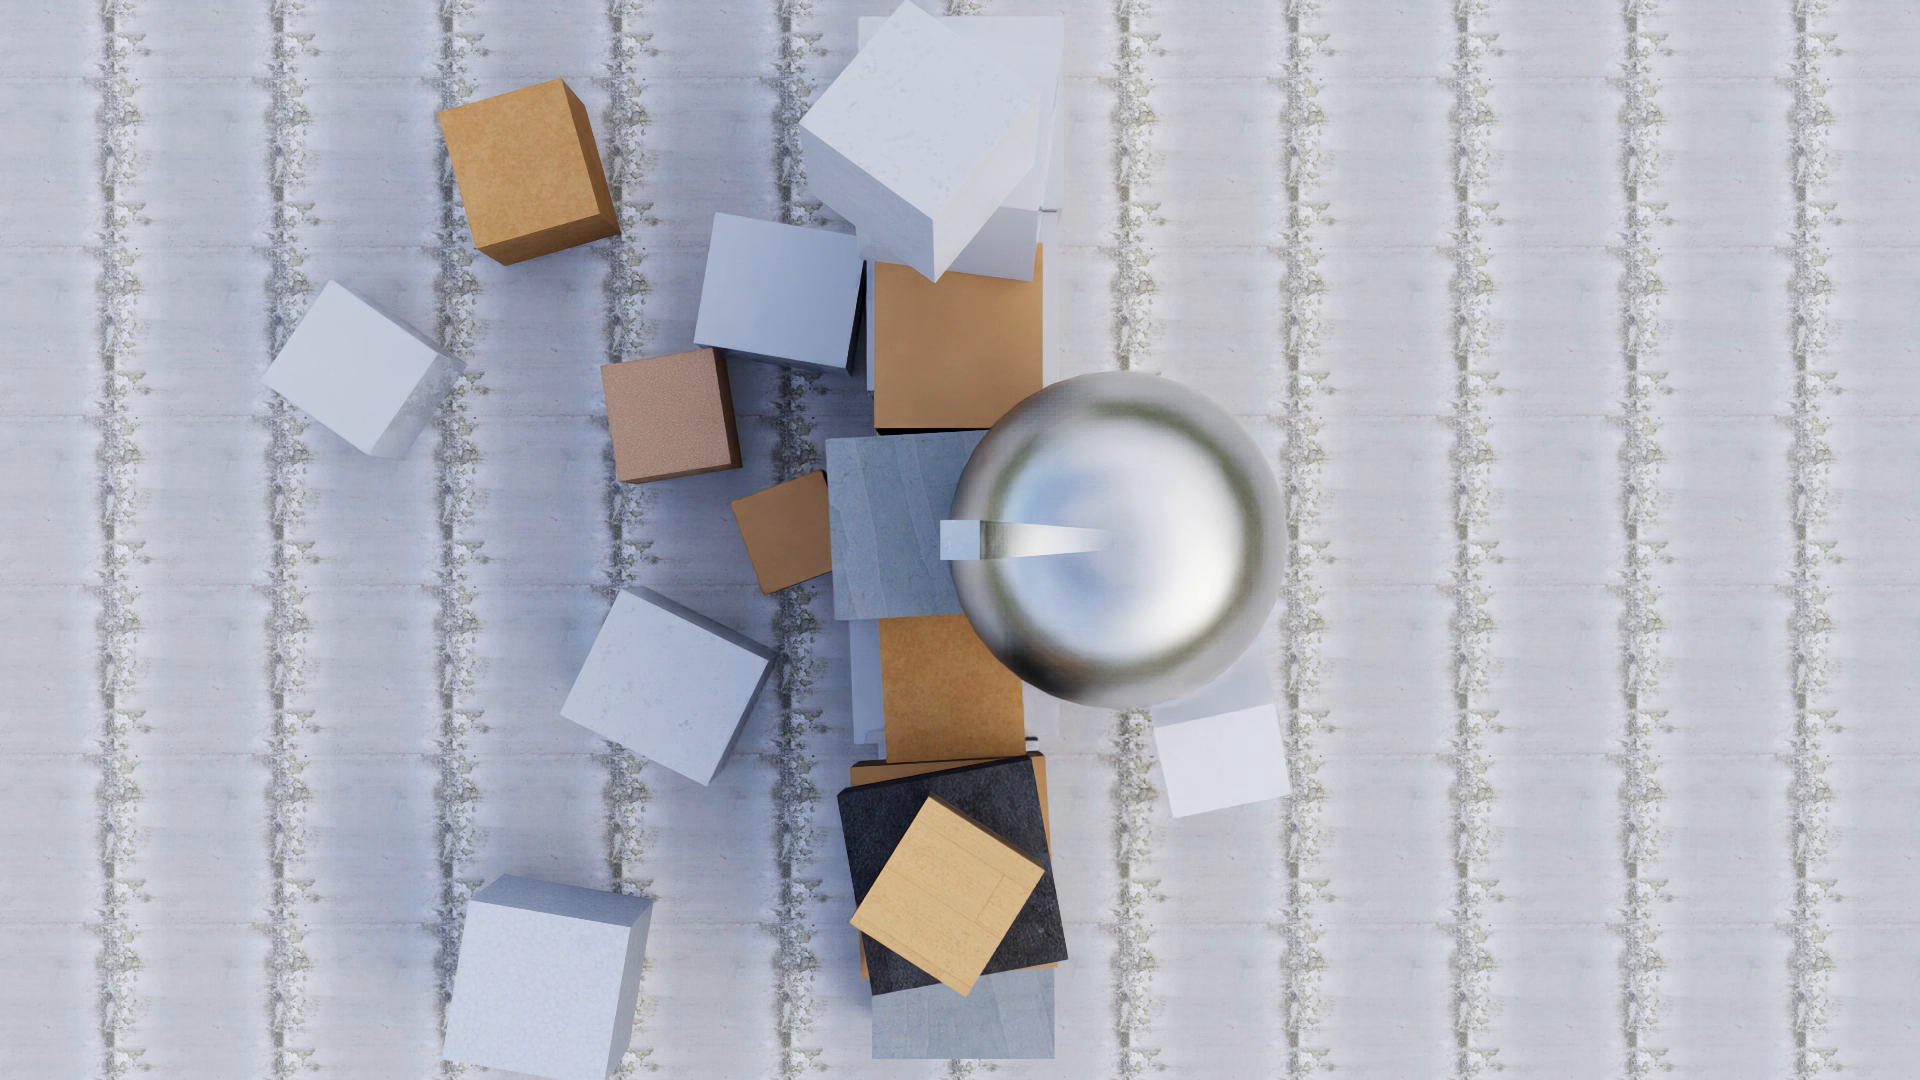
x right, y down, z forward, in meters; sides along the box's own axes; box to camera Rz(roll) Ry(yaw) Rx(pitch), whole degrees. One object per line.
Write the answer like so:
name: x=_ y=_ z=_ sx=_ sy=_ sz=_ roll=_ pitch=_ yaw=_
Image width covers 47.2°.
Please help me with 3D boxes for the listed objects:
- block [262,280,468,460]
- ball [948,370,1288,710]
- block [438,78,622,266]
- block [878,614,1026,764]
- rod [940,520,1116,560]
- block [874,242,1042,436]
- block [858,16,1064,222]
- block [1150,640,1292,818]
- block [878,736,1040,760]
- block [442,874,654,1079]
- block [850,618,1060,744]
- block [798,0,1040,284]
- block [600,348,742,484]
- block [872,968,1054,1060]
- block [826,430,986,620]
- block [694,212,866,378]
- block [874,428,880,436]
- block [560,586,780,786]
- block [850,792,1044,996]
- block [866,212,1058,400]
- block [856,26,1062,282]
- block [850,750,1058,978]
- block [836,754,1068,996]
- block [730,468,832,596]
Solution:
block: x=-3.402 y=-0.964 z=12.626 sx=0.728 sy=0.749 sz=0.687 roll=35 pitch=90 yaw=0
ball: x=0.738 y=0.000 z=10.379 sx=1.600 sy=1.600 sz=1.600 roll=0 pitch=90 yaw=0
block: x=-2.453 y=-2.094 z=12.608 sx=0.714 sy=0.784 sz=0.787 roll=-16 pitch=90 yaw=0
block: x=-0.035 y=0.764 z=11.753 sx=0.724 sy=0.700 sz=0.756 roll=-3 pitch=89 yaw=1
rod: x=0.320 y=0.000 z=7.005 sx=0.080 sy=5.200 sz=0.080 roll=0 pitch=90 yaw=7
block: x=-0.007 y=-1.032 z=11.561 sx=0.849 sy=0.953 sz=0.934 roll=0 pitch=90 yaw=0
block: x=0.005 y=-2.320 z=12.462 sx=1.110 sy=1.077 sz=1.036 roll=0 pitch=90 yaw=0
block: x=1.426 y=1.051 z=12.281 sx=0.665 sy=0.590 sz=0.657 roll=-12 pitch=123 yaw=5
block: x=-0.004 y=1.527 z=12.583 sx=0.888 sy=0.835 sz=0.825 roll=0 pitch=90 yaw=0
block: x=-2.325 y=2.486 z=12.530 sx=0.899 sy=0.940 sz=0.885 roll=10 pitch=90 yaw=0
block: x=-0.036 y=0.605 z=12.552 sx=1.133 sy=0.896 sz=0.987 roll=-2 pitch=90 yaw=0
block: x=-0.176 y=-1.780 z=9.886 sx=0.740 sy=0.723 sz=0.757 roll=37 pitch=78 yaw=9
block: x=-1.650 y=-0.703 z=12.659 sx=0.638 sy=0.682 sz=0.656 roll=-9 pitch=90 yaw=0
block: x=0.018 y=2.392 z=12.513 sx=0.998 sy=0.974 sz=0.892 roll=0 pitch=90 yaw=0
block: x=-0.153 y=-0.072 z=11.595 sx=1.004 sy=1.023 sz=0.918 roll=-3 pitch=89 yaw=0
block: x=-1.002 y=-1.395 z=12.638 sx=0.860 sy=0.723 sz=0.739 roll=10 pitch=90 yaw=0
block: x=-0.026 y=-0.364 z=12.588 sx=0.904 sy=0.825 sz=0.912 roll=0 pitch=90 yaw=0
block: x=-1.639 y=0.817 z=12.588 sx=0.909 sy=0.824 sz=0.776 roll=26 pitch=90 yaw=0
block: x=-0.057 y=1.603 z=10.040 sx=0.613 sy=0.537 sz=0.658 roll=32 pitch=87 yaw=2
block: x=0.012 y=-1.307 z=12.519 sx=1.043 sy=0.963 sz=0.973 roll=0 pitch=90 yaw=0
block: x=-0.014 y=-1.867 z=10.735 sx=0.880 sy=0.869 sz=0.834 roll=8 pitch=75 yaw=2
block: x=-0.031 y=1.679 z=11.554 sx=0.988 sy=0.976 sz=1.058 roll=-3 pitch=86 yaw=0
block: x=-0.035 y=1.606 z=10.689 sx=0.933 sy=0.759 sz=0.948 roll=-10 pitch=86 yaw=-1
block: x=-0.949 y=-0.044 z=12.718 sx=0.549 sy=0.565 sz=0.564 roll=-20 pitch=90 yaw=0
